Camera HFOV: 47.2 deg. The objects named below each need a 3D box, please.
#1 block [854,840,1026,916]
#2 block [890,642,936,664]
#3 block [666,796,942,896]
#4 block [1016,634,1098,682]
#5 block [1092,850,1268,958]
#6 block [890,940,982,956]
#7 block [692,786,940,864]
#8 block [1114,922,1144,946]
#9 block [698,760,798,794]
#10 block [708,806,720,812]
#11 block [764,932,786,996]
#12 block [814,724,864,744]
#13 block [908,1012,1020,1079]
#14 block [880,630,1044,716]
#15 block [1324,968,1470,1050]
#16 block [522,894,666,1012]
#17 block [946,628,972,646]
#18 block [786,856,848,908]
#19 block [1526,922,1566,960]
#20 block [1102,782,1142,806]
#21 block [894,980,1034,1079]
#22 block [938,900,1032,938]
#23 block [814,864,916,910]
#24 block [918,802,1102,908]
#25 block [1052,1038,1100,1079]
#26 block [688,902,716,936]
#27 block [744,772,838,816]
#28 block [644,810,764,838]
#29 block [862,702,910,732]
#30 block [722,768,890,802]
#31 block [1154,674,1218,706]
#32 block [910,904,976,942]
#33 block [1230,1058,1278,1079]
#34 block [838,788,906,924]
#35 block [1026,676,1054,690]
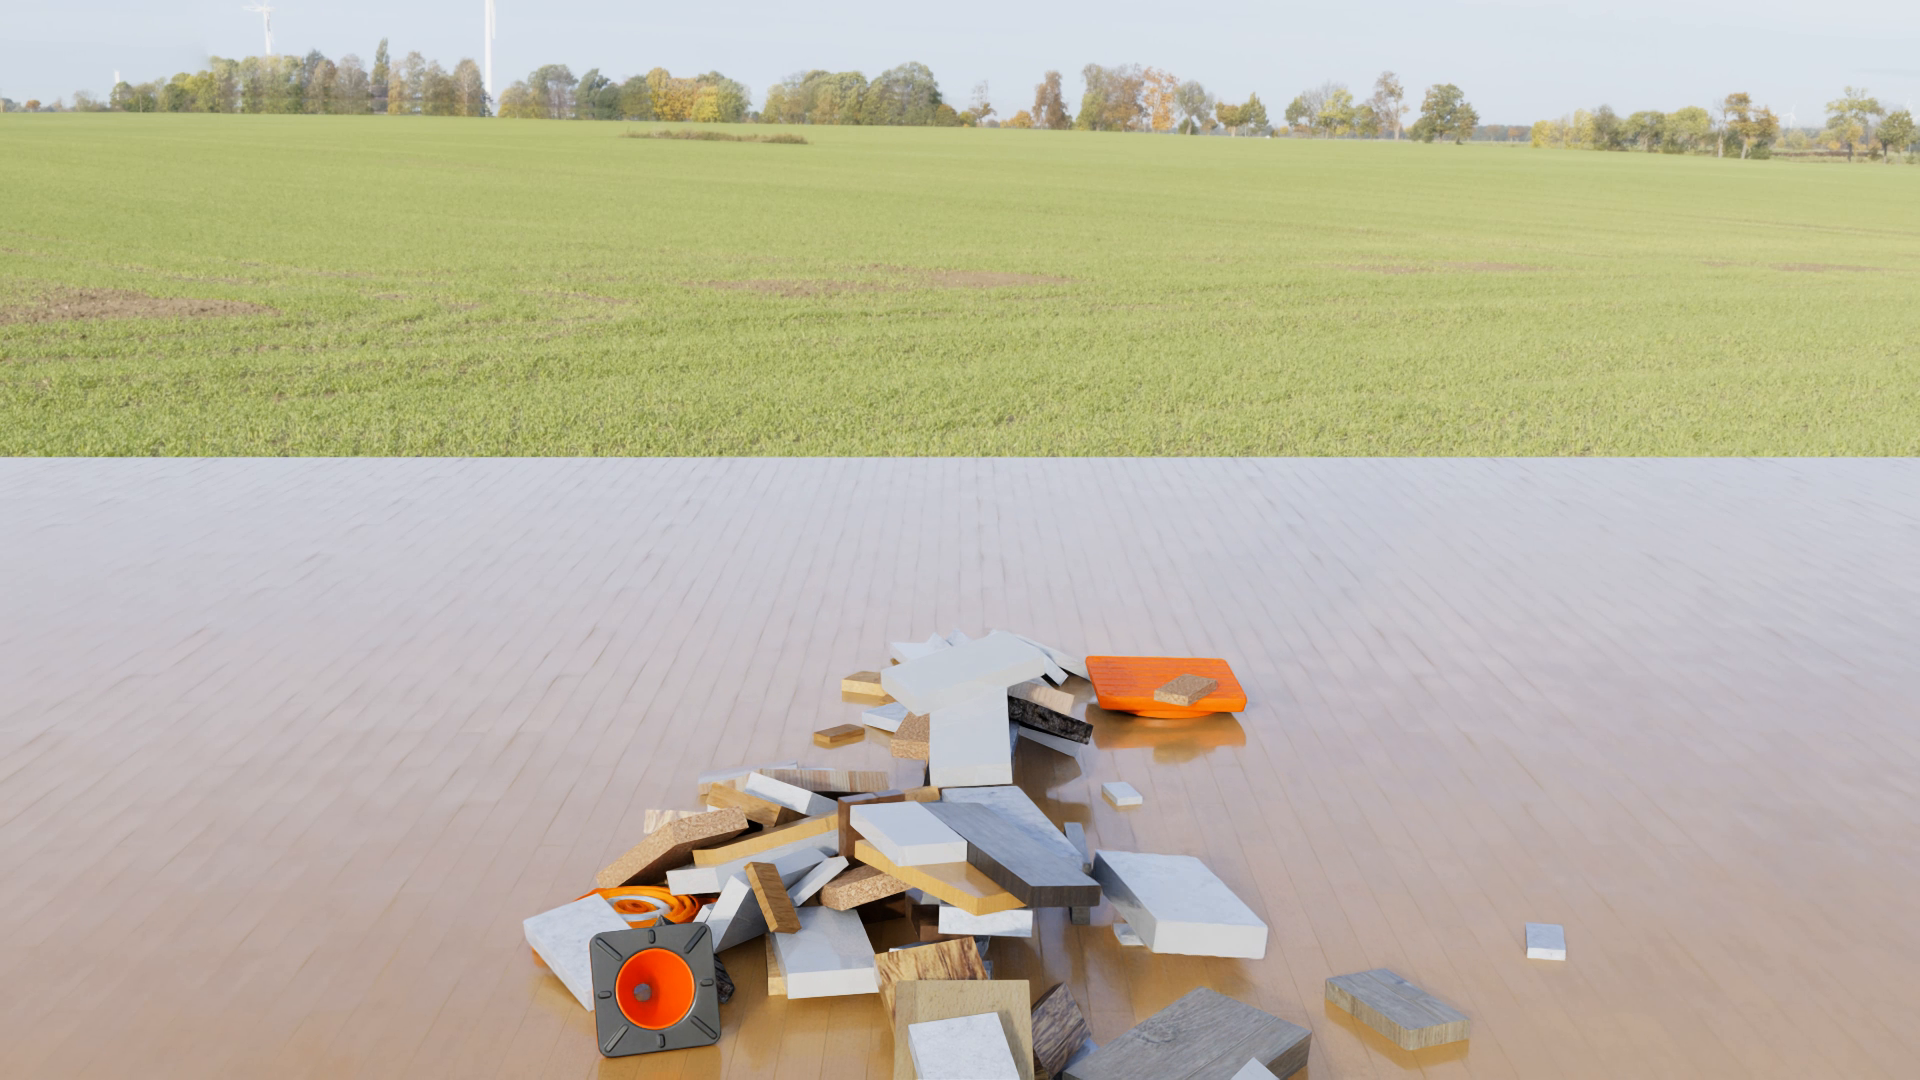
[{"bbox_3d":[-0.031,0.498,3.297,0.095,0.027,0.311,-5,12,-37],"label":"block"},{"bbox_3d":[-0.084,0.286,5.143,0.093,0.026,0.403,2,6,-12],"label":"block"},{"bbox_3d":[-0.246,0.503,3.642,0.487,0.039,0.138,-12,-1,-42],"label":"block"},{"bbox_3d":[0.219,0.275,5.151,0.109,0.031,0.219,26,-3,-29],"label":"block"},{"bbox_3d":[0.340,0.571,3.467,0.176,0.050,0.352,6,8,-13],"label":"block"},{"bbox_3d":[-0.032,0.591,3.146,0.081,0.023,0.320,0,-8,9],"label":"block"},{"bbox_3d":[-0.232,0.468,3.625,0.428,0.023,0.081,-12,-1,-34],"label":"block"},{"bbox_3d":[0.304,0.619,3.469,0.113,0.016,0.056,-1,11,-8],"label":"block"},{"bbox_3d":[-0.409,0.458,4.254,0.191,0.022,0.078,-7,11,-2],"label":"block"},{"bbox_3d":[-0.383,0.502,4.081,0.154,0.022,0.077,6,12,29],"label":"block"},{"bbox_3d":[-0.246,0.639,3.333,0.095,0.027,0.190,-1,11,-6],"label":"block"},{"bbox_3d":[-0.254,0.406,4.619,0.050,0.014,0.100,10,15,43],"label":"block"},{"bbox_3d":[0.014,0.645,2.580,0.110,0.031,0.220,-6,29,-11],"label":"block"},{"bbox_3d":[0.005,0.247,4.095,0.273,0.039,0.136,-16,27,-26],"label":"block"},{"bbox_3d":[0.625,0.671,3.153,0.104,0.029,0.208,-5,11,-23],"label":"block"},{"bbox_3d":[-0.550,0.615,3.298,0.124,0.035,0.248,-17,24,-27],"label":"block"},{"bbox_3d":[0.085,0.295,4.930,0.138,0.039,0.408,39,-2,-19],"label":"block"},{"bbox_3d":[-0.230,0.533,3.422,0.113,0.016,0.056,-36,10,-35],"label":"block"},{"bbox_3d":[0.913,0.626,3.431,0.056,0.016,0.112,2,11,12],"label":"block"},{"bbox_3d":[0.309,0.484,4.200,0.050,0.014,0.100,-3,11,-13],"label":"block"},{"bbox_3d":[0.005,0.657,2.641,0.167,0.047,0.334,0,29,0],"label":"block"},{"bbox_3d":[0.037,0.549,3.317,0.135,0.038,0.269,2,2,0],"label":"block"},{"bbox_3d":[-0.094,0.522,3.447,0.248,0.035,0.124,-14,1,-21],"label":"block"},{"bbox_3d":[0.064,0.471,3.327,0.110,0.031,0.455,3,8,-23],"label":"block"},{"bbox_3d":[0.155,0.706,2.979,0.081,0.023,0.162,-4,11,-21],"label":"block"},{"bbox_3d":[-0.384,0.592,3.441,0.016,0.056,0.113,35,10,18],"label":"block"},{"bbox_3d":[-0.243,0.470,3.855,0.136,0.039,0.273,14,-10,34],"label":"block"},{"bbox_3d":[-0.440,0.497,3.802,0.138,0.039,0.275,2,-10,9],"label":"block"},{"bbox_3d":[-0.119,0.380,4.671,0.093,0.026,0.186,-14,12,-34],"label":"block"},{"bbox_3d":[-0.281,0.453,4.006,0.275,0.039,0.138,6,-21,-36],"label":"block"},{"bbox_3d":[0.488,0.323,4.745,0.078,0.022,0.157,9,15,28],"label":"block"},{"bbox_3d":[-0.026,0.577,3.315,0.081,0.023,0.163,2,2,-6],"label":"block"},{"bbox_3d":[0.265,0.753,2.416,0.176,0.050,0.603,39,26,18],"label":"block"},{"bbox_3d":[-0.141,0.510,3.529,0.104,0.208,0.029,-5,12,-27],"label":"block"},{"bbox_3d":[0.132,0.292,5.011,0.109,0.031,0.219,41,-3,-19],"label":"block"}]
